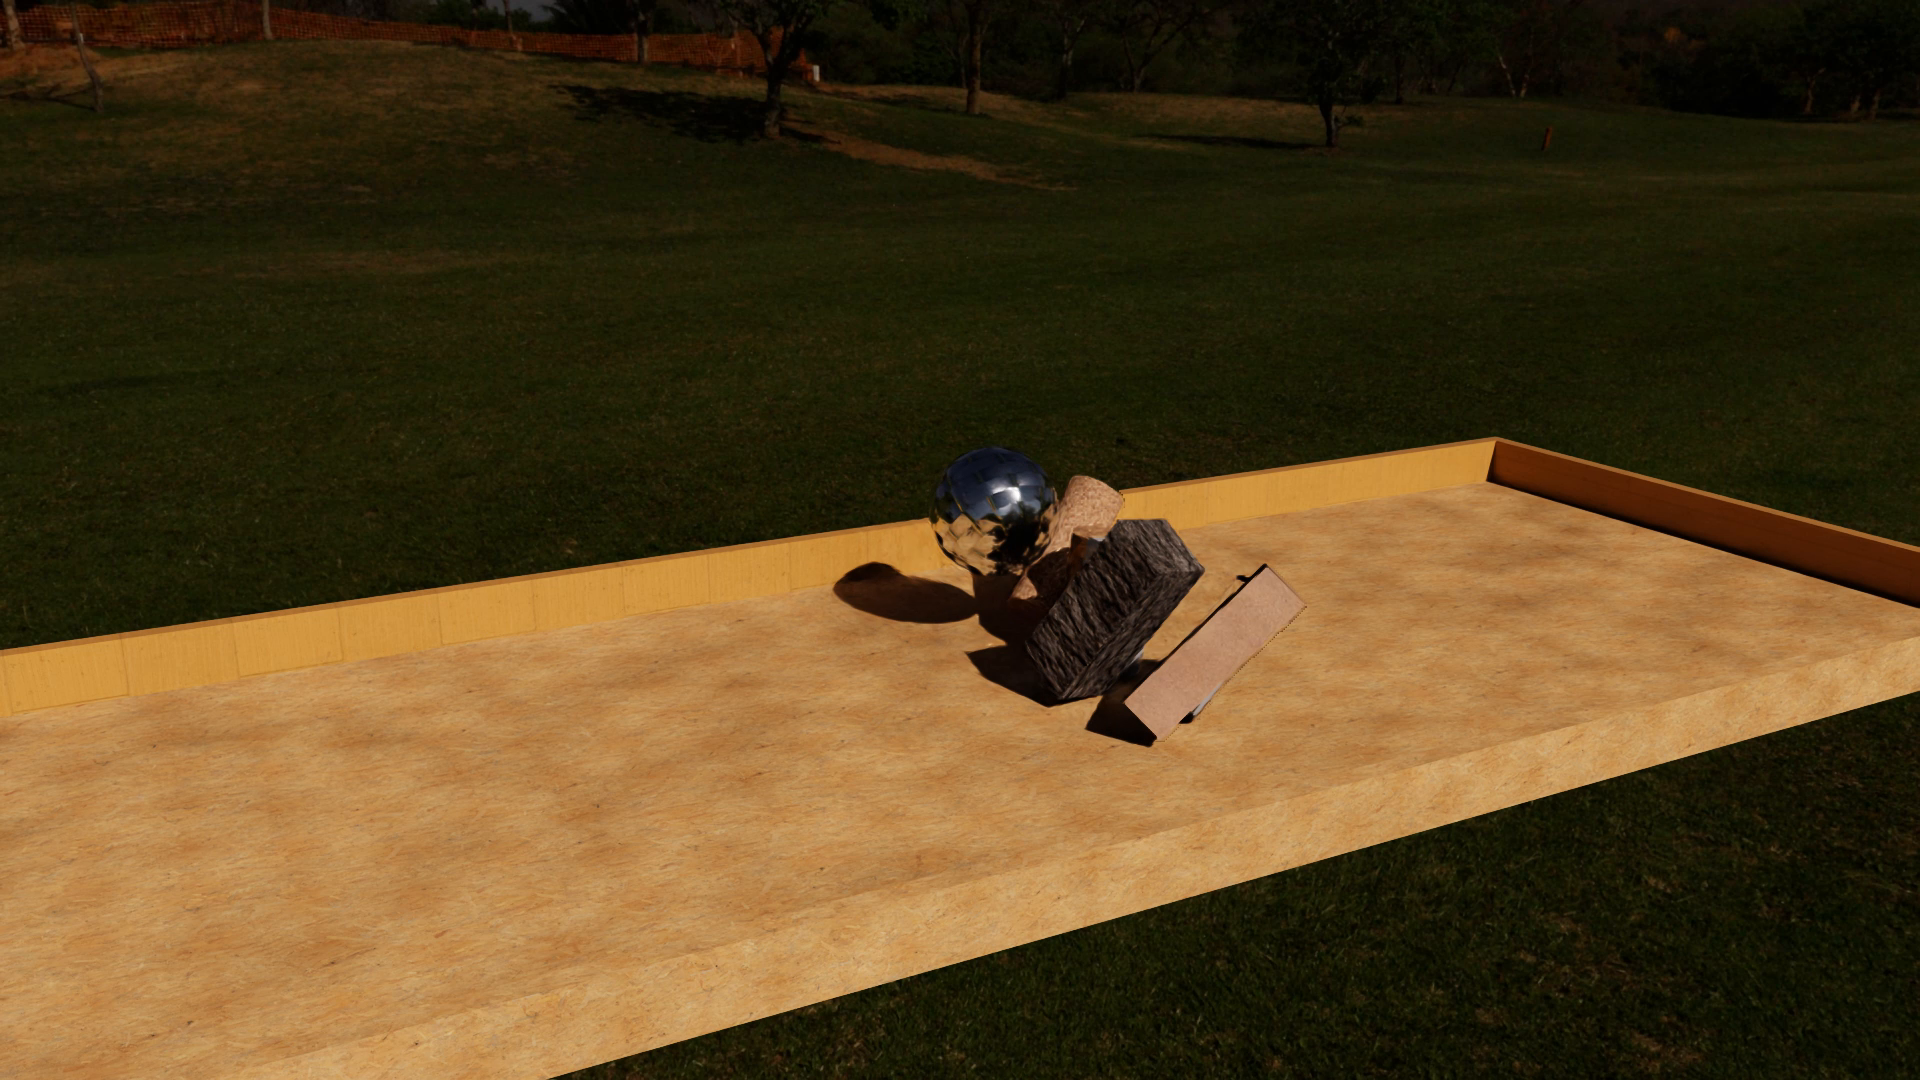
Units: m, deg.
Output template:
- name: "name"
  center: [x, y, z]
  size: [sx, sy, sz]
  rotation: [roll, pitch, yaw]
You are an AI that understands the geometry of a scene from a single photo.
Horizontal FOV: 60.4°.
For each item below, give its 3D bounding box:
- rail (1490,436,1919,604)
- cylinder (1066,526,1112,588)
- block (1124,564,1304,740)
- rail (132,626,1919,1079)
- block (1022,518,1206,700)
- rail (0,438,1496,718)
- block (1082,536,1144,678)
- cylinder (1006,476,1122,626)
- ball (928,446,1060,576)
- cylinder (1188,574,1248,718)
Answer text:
- name: "rail"
  center: [2.466, -0.048, 5.253]
  size: [0.050, 0.150, 2.100]
  rotation: [-9, 18, -27]
- name: "cylinder"
  center: [0.359, 0.134, 4.319]
  size: [0.167, 0.311, 0.167]
  rotation: [5, 15, -1]
- name: "block"
  center: [0.575, 0.252, 3.748]
  size: [0.120, 0.444, 0.120]
  rotation: [46, 8, 4]
- name: "rail"
  center: [-2.336, 1.006, 1.665]
  size: [12.000, 0.150, 0.050]
  rotation: [-9, 18, -27]
- name: "block"
  center: [0.360, 0.167, 3.928]
  size: [0.169, 0.443, 0.169]
  rotation: [-1, 47, -43]
- name: "rail"
  center: [-3.305, 0.497, 3.399]
  size: [12.000, 0.150, 0.050]
  rotation: [-9, 18, -27]
- name: "block"
  center: [0.384, 0.171, 4.141]
  size: [0.139, 0.327, 0.139]
  rotation: [1, 17, -35]
- name: "cylinder"
  center: [0.289, 0.034, 4.526]
  size: [0.162, 0.162, 0.405]
  rotation: [13, 65, 37]
- name: "ball"
  center: [0.090, -0.078, 4.404]
  size: [0.348, 0.348, 0.348]
  rotation: [0, 16, 0]
- name: "cylinder"
  center: [0.609, 0.253, 3.909]
  size: [0.131, 0.332, 0.131]
  rotation: [38, -5, 4]
